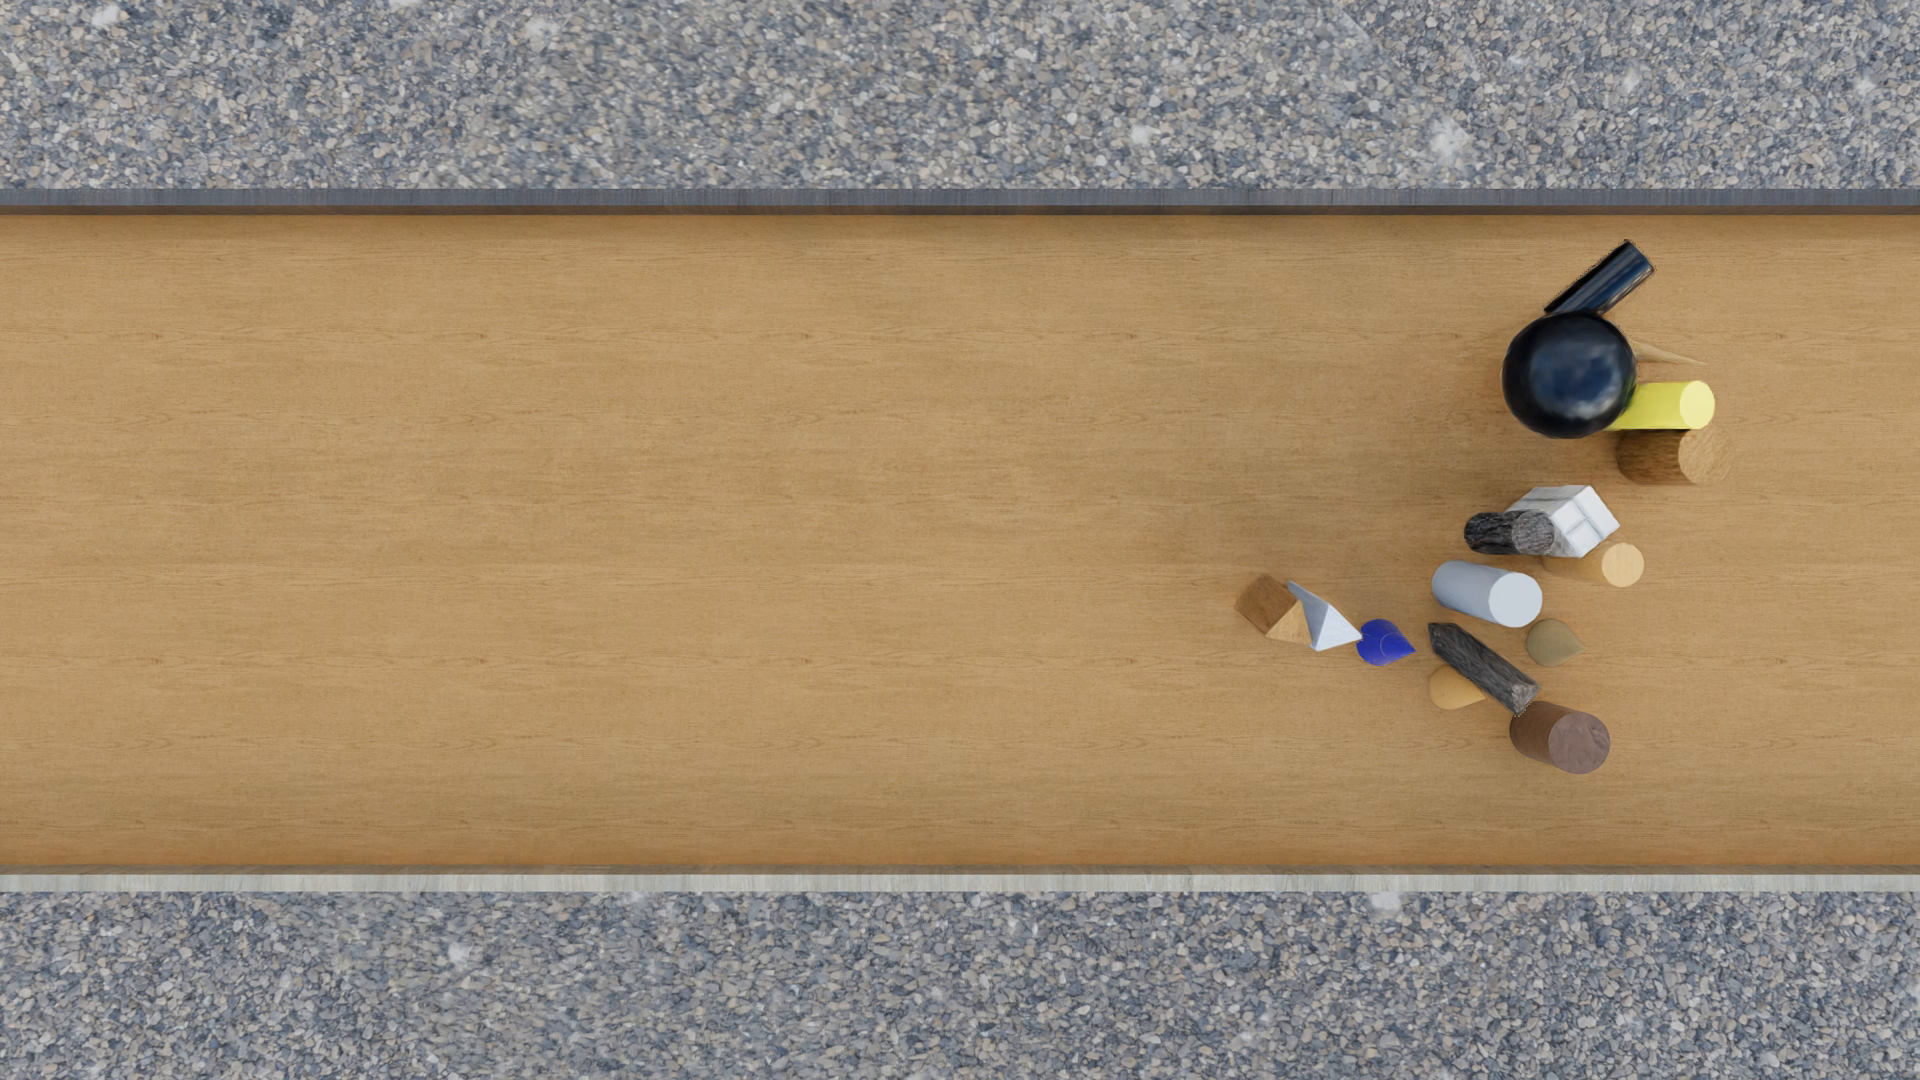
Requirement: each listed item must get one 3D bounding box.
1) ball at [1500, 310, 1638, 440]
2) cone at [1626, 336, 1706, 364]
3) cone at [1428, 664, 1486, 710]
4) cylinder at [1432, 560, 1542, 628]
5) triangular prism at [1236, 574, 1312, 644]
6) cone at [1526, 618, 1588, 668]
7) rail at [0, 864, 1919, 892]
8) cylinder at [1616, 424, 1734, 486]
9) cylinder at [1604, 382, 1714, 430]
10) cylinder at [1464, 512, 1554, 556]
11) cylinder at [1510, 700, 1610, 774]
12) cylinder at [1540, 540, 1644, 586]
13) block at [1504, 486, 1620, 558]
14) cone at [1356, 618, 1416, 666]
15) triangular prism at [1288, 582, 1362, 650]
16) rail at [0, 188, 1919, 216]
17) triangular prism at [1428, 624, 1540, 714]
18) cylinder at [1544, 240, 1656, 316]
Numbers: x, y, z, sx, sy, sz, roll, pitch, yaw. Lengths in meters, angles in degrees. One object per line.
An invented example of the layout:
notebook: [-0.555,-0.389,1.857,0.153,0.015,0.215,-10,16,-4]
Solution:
ball: [1.778,-0.481,4.822,0.376,0.376,0.376,0,90,0]
cone: [2.054,-0.553,4.910,0.367,0.106,0.106,20,90,44]
cone: [1.509,0.454,4.904,0.141,0.344,0.141,0,90,0]
cylinder: [1.542,0.153,4.847,0.155,0.445,0.155,0,94,-4]
triangular prism: [0.939,0.195,4.887,0.138,0.348,0.119,11,101,-8]
cone: [1.817,0.317,4.925,0.149,0.303,0.149,0,90,0]
rail: [-2.247,1.025,5.001,12.000,0.150,0.050,0,90,0]
cylinder: [2.122,-0.254,4.908,0.178,0.307,0.178,-1,93,-11]
cylinder: [2.020,-0.394,4.874,0.135,0.385,0.135,-1,94,-25]
cylinder: [1.623,-0.020,4.886,0.127,0.376,0.127,0,90,-3]
cylinder: [1.781,0.584,4.910,0.180,0.333,0.180,0,90,0]
cylinder: [1.853,0.058,4.857,0.122,0.431,0.122,0,93,-3]
block: [1.769,-0.056,4.884,0.148,0.372,0.148,-38,93,-2]
cone: [1.291,0.315,4.872,0.145,0.409,0.145,0,90,0]
triangular prism: [1.048,0.211,4.884,0.137,0.359,0.119,-16,101,-4]
rail: [-2.247,-1.025,5.002,12.000,0.150,0.050,0,90,0]
triangular prism: [1.553,0.359,4.887,0.092,0.400,0.106,-26,121,-10]
cylinder: [1.923,-0.751,4.966,0.305,0.128,0.128,-42,90,18]
